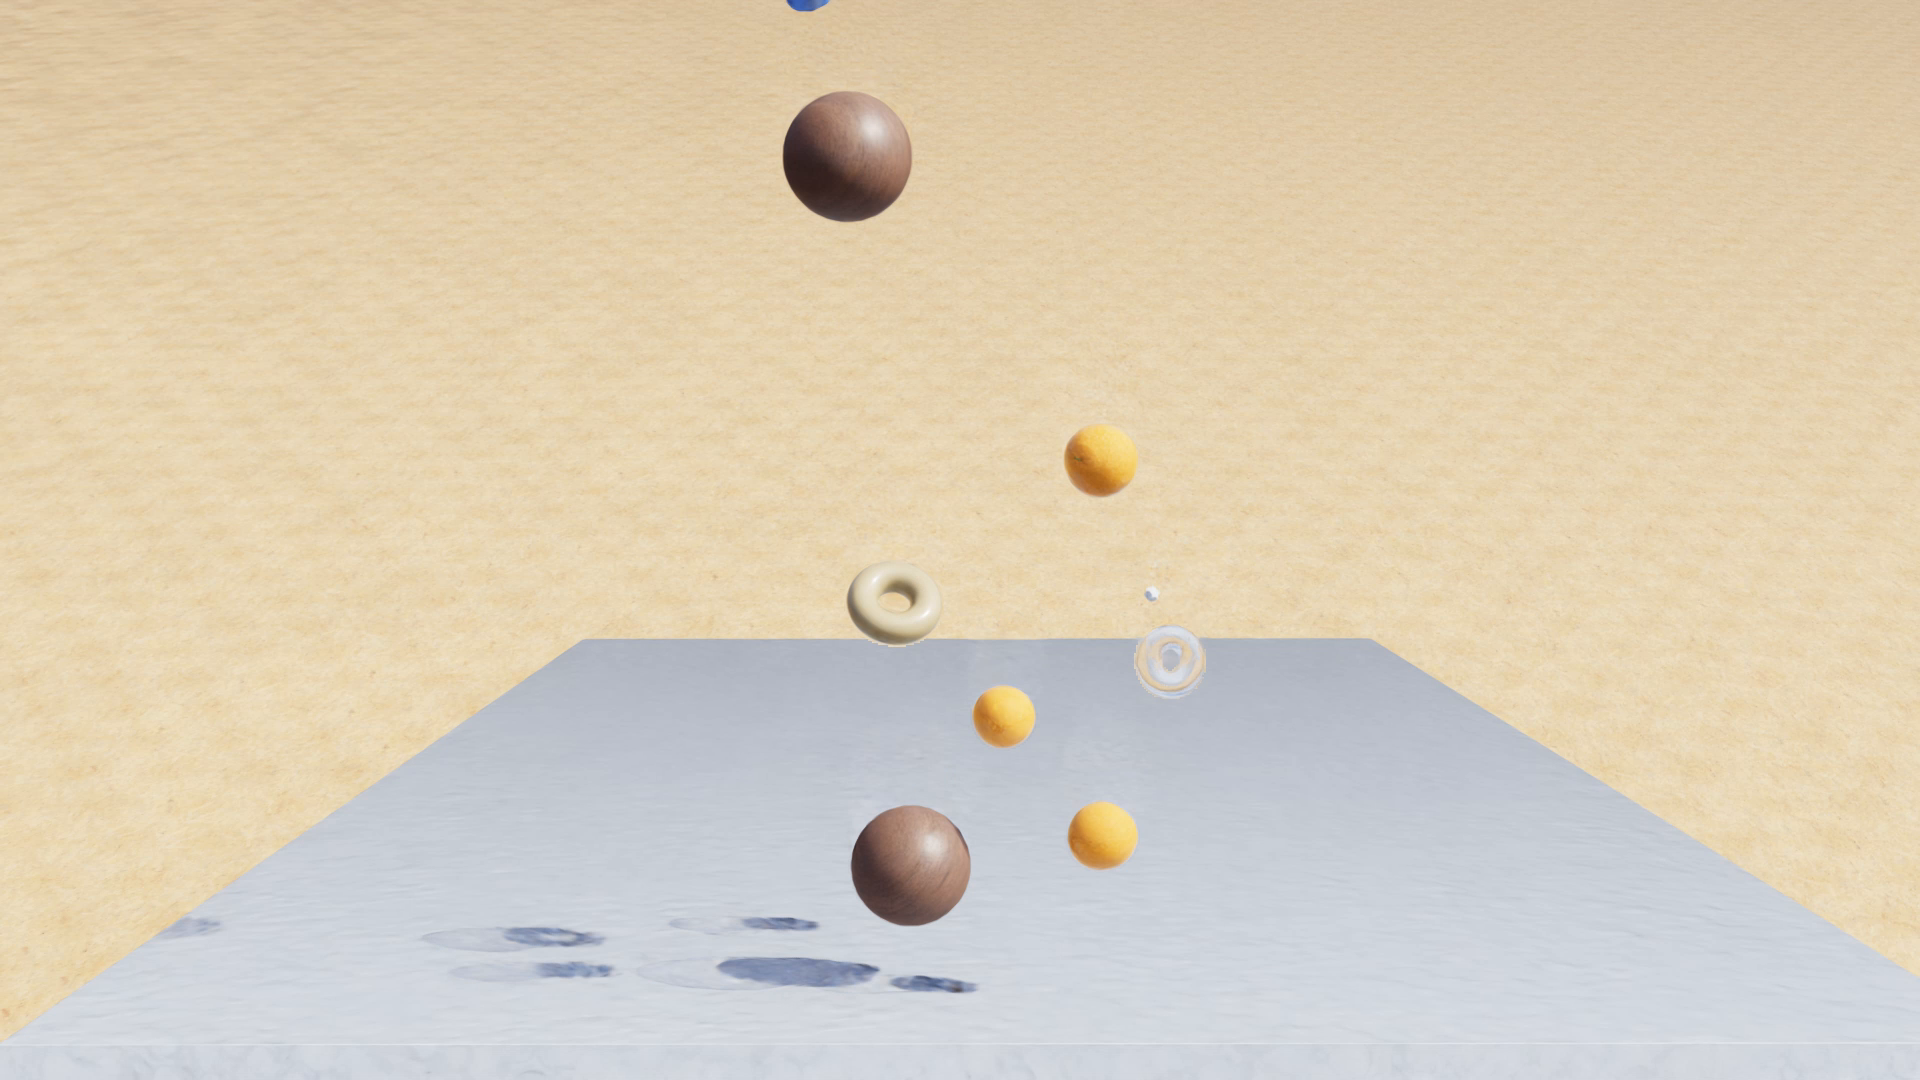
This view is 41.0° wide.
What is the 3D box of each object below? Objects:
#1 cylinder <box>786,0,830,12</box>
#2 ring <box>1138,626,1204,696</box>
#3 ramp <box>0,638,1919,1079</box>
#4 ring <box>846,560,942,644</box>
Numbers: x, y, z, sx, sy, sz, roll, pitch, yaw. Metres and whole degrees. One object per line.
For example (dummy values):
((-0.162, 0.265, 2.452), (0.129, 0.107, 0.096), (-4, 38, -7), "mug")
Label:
((-0.148, -0.534, 2.409), (0.053, 0.053, 0.053), (-10, 56, 16), "cylinder")
((0.217, 0.125, 2.643), (0.076, 0.076, 0.025), (-14, -8, -33), "ring")
((0.047, 0.424, 4.534), (2.000, 0.100, 4.000), (0, 4, 0), "ramp")
((-0.071, 0.067, 2.765), (0.104, 0.035, 0.104), (4, 52, -6), "ring")
